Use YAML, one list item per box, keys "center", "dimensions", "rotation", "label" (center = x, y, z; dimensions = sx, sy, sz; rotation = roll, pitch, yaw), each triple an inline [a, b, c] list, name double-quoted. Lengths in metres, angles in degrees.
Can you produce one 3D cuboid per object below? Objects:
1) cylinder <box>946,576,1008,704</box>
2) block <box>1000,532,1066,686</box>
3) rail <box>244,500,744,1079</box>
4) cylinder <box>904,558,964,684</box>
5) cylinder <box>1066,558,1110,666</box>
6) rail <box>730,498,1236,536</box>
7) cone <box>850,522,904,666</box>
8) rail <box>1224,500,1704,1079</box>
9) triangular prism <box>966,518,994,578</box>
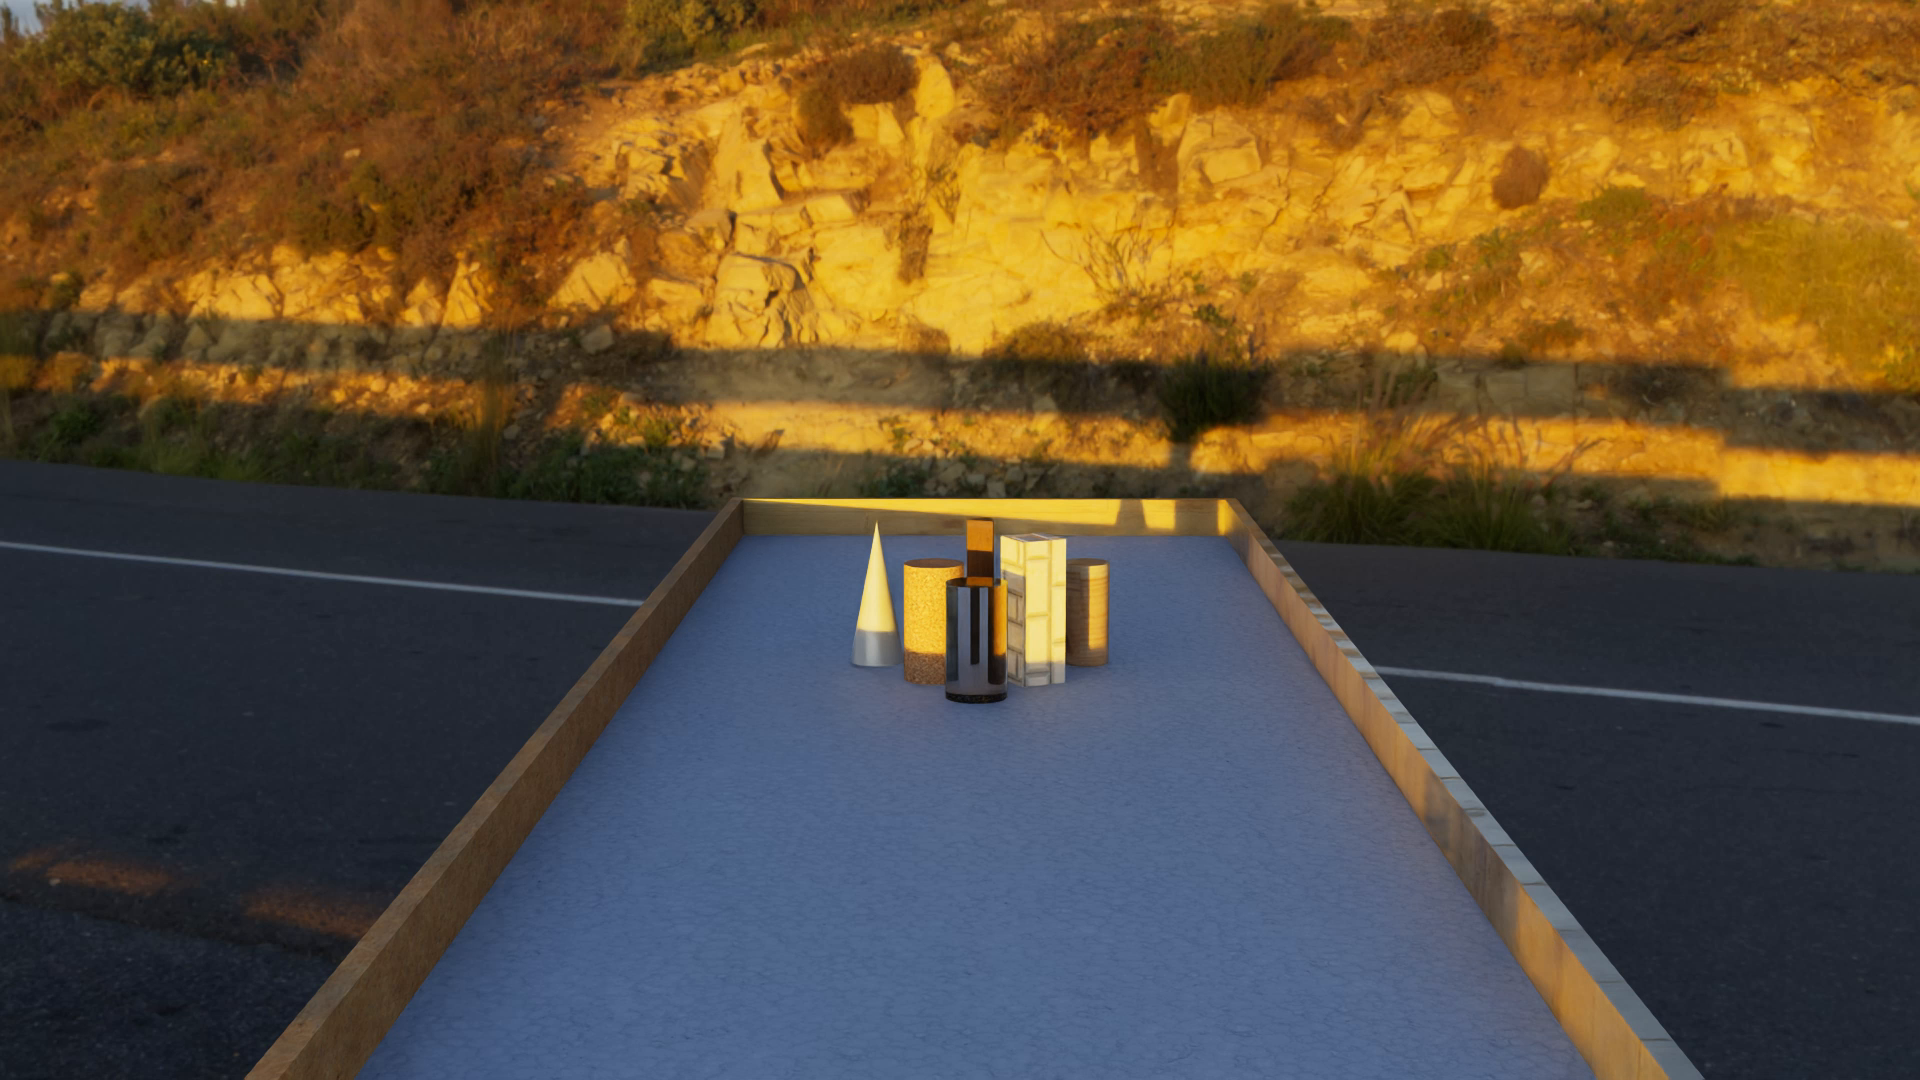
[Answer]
- center: [0.046, 0.281, 6.189]
  dimensions: [0.176, 0.328, 0.176]
  rotation: [0, 9, 0]
  label: "cylinder"
- center: [0.212, 0.201, 6.394]
  dimensions: [0.139, 0.421, 0.139]
  rotation: [-4, 10, -25]
  label: "block"
- center: [-1.004, 0.839, 3.234]
  dimensions: [0.050, 0.150, 12.000]
  rotation: [0, 9, 1]
  label: "rail"
- center: [-0.076, 0.237, 6.423]
  dimensions: [0.175, 0.342, 0.175]
  rotation: [0, 9, 0]
  label: "cylinder"
- center: [0.380, 0.218, 6.652]
  dimensions: [0.144, 0.307, 0.144]
  rotation: [0, 9, 0]
  label: "cylinder"
- center: [0.099, -0.098, 9.147]
  dimensions: [2.100, 0.150, 0.050]
  rotation: [0, 9, 1]
  label: "rail"
- center: [-0.251, 0.156, 6.661]
  dimensions: [0.168, 0.427, 0.168]
  rotation: [0, 9, 0]
  label: "cone"
- center: [1.046, 0.843, 3.208]
  dimensions: [0.050, 0.150, 12.000]
  rotation: [0, 9, 1]
  label: "rail"
- center: [0.076, 0.147, 6.711]
  dimensions: [0.087, 0.428, 0.076]
  rotation: [4, 10, 22]
  label: "triangular prism"
